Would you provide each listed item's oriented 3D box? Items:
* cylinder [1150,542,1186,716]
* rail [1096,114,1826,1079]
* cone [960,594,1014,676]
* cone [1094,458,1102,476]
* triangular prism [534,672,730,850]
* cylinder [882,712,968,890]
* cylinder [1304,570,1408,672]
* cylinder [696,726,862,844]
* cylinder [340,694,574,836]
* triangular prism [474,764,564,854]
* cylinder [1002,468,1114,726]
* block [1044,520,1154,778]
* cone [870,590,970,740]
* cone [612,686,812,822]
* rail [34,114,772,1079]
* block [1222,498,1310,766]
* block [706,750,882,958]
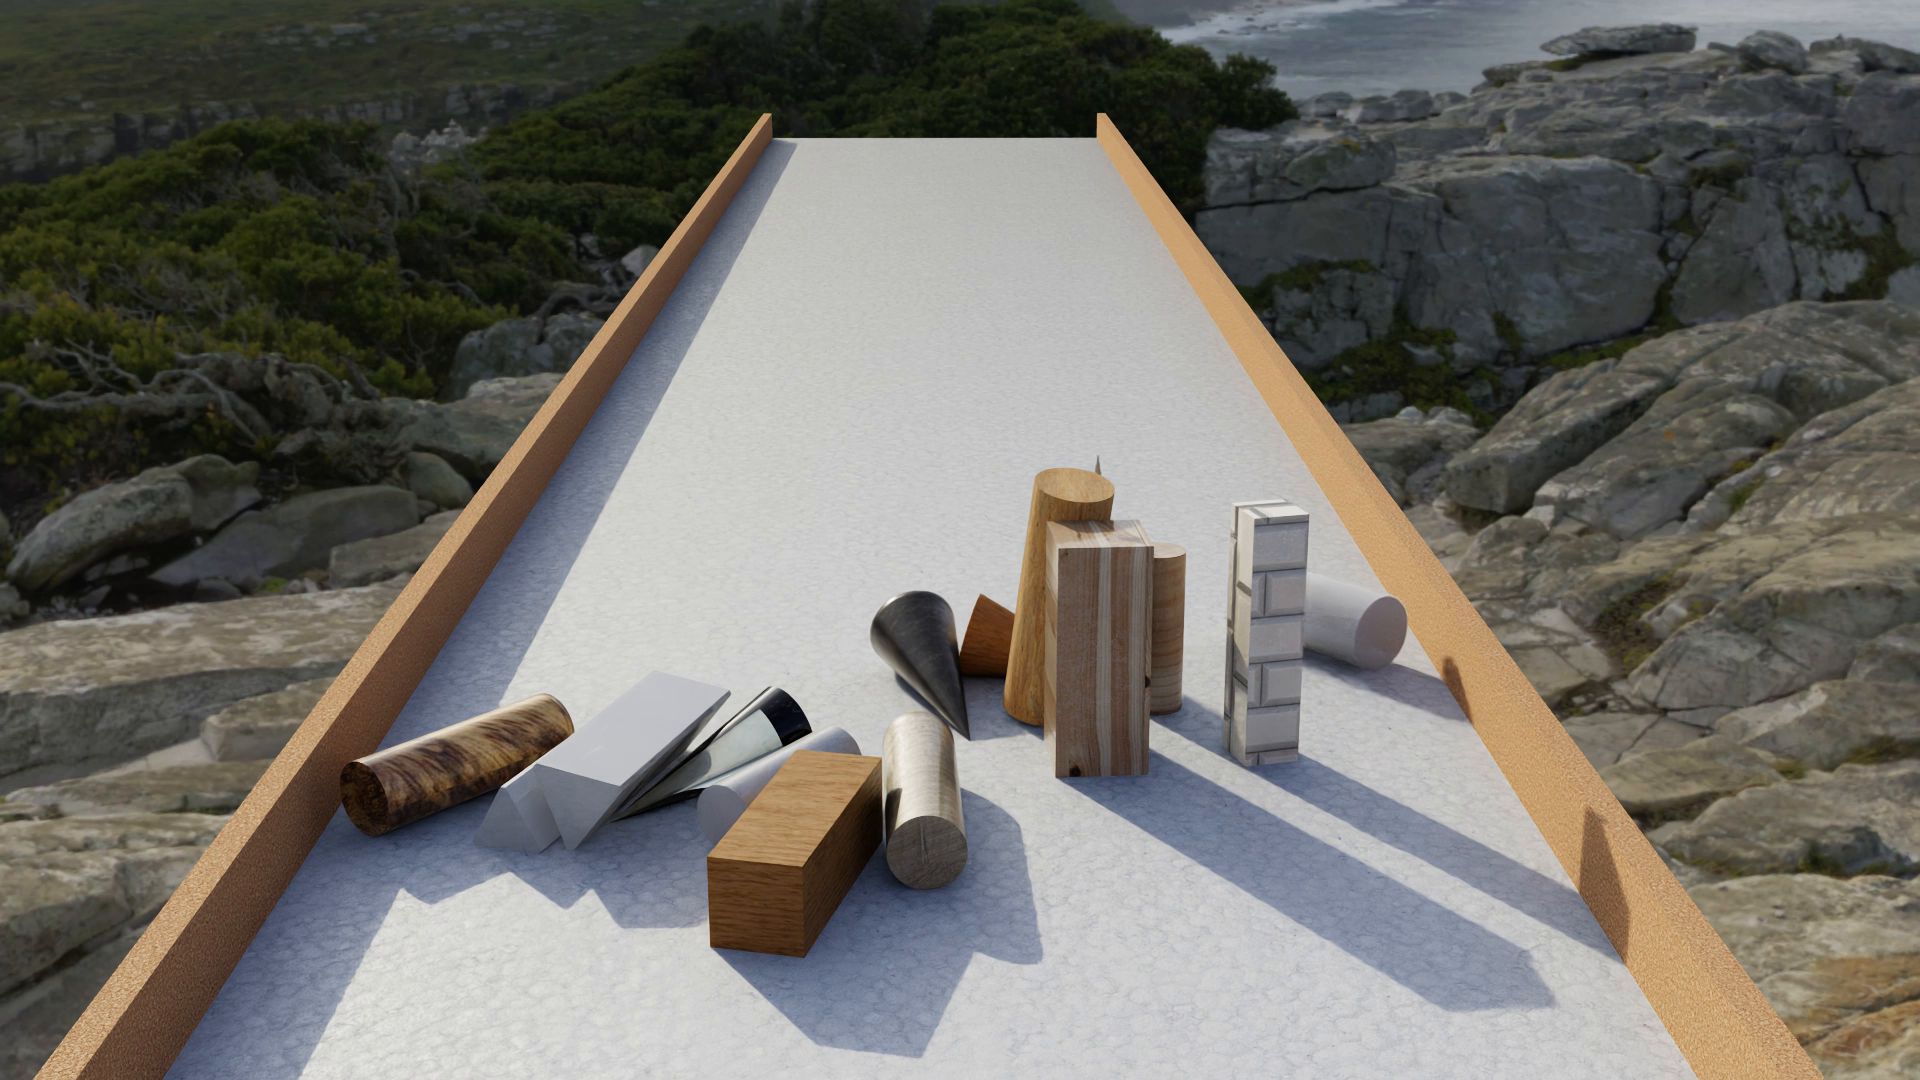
[{"bbox_3d":[0.369,0.166,4.126,0.101,0.309,0.101,0,17,0],"label":"cylinder"},{"bbox_3d":[0.932,-0.844,7.801,0.050,0.150,12.000,0,17,-1],"label":"rail"},{"bbox_3d":[0.173,0.231,4.309,0.327,0.166,0.166,17,19,5],"label":"cone"},{"bbox_3d":[0.265,0.038,4.335,0.148,0.433,0.148,1,17,0],"label":"cone"},{"bbox_3d":[-0.567,0.341,3.723,0.133,0.154,0.455,42,23,2],"label":"triangular prism"},{"bbox_3d":[-0.061,0.419,3.600,0.125,0.125,0.445,-1,17,-3],"label":"cylinder"},{"bbox_3d":[0.729,0.148,4.463,0.153,0.153,0.333,-12,20,-35],"label":"cylinder"},{"bbox_3d":[-0.296,0.409,3.655,0.112,0.112,0.309,10,19,31],"label":"cylinder"},{"bbox_3d":[-0.848,0.377,3.736,0.128,0.128,0.401,13,21,36],"label":"cylinder"},{"bbox_3d":[-0.669,0.394,3.705,0.123,0.107,0.385,6,17,18],"label":"triangular prism"},{"bbox_3d":[0.178,0.107,4.027,0.145,0.460,0.145,6,26,-3],"label":"cylinder"},{"bbox_3d":[0.241,0.189,3.859,0.164,0.418,0.164,-1,17,-5],"label":"block"},{"bbox_3d":[-0.037,0.271,4.165,0.173,0.173,0.410,-5,29,-16],"label":"cone"},{"bbox_3d":[-0.443,0.398,3.754,0.381,0.153,0.153,-27,30,-35],"label":"cone"},{"bbox_3d":[-1.118,-0.838,7.780,0.050,0.150,12.000,0,17,-1],"label":"rail"},{"bbox_3d":[0.538,0.164,3.876,0.102,0.456,0.102,-5,17,-15],"label":"block"},{"bbox_3d":[-0.246,0.473,3.382,0.144,0.144,0.424,4,17,13],"label":"block"}]
